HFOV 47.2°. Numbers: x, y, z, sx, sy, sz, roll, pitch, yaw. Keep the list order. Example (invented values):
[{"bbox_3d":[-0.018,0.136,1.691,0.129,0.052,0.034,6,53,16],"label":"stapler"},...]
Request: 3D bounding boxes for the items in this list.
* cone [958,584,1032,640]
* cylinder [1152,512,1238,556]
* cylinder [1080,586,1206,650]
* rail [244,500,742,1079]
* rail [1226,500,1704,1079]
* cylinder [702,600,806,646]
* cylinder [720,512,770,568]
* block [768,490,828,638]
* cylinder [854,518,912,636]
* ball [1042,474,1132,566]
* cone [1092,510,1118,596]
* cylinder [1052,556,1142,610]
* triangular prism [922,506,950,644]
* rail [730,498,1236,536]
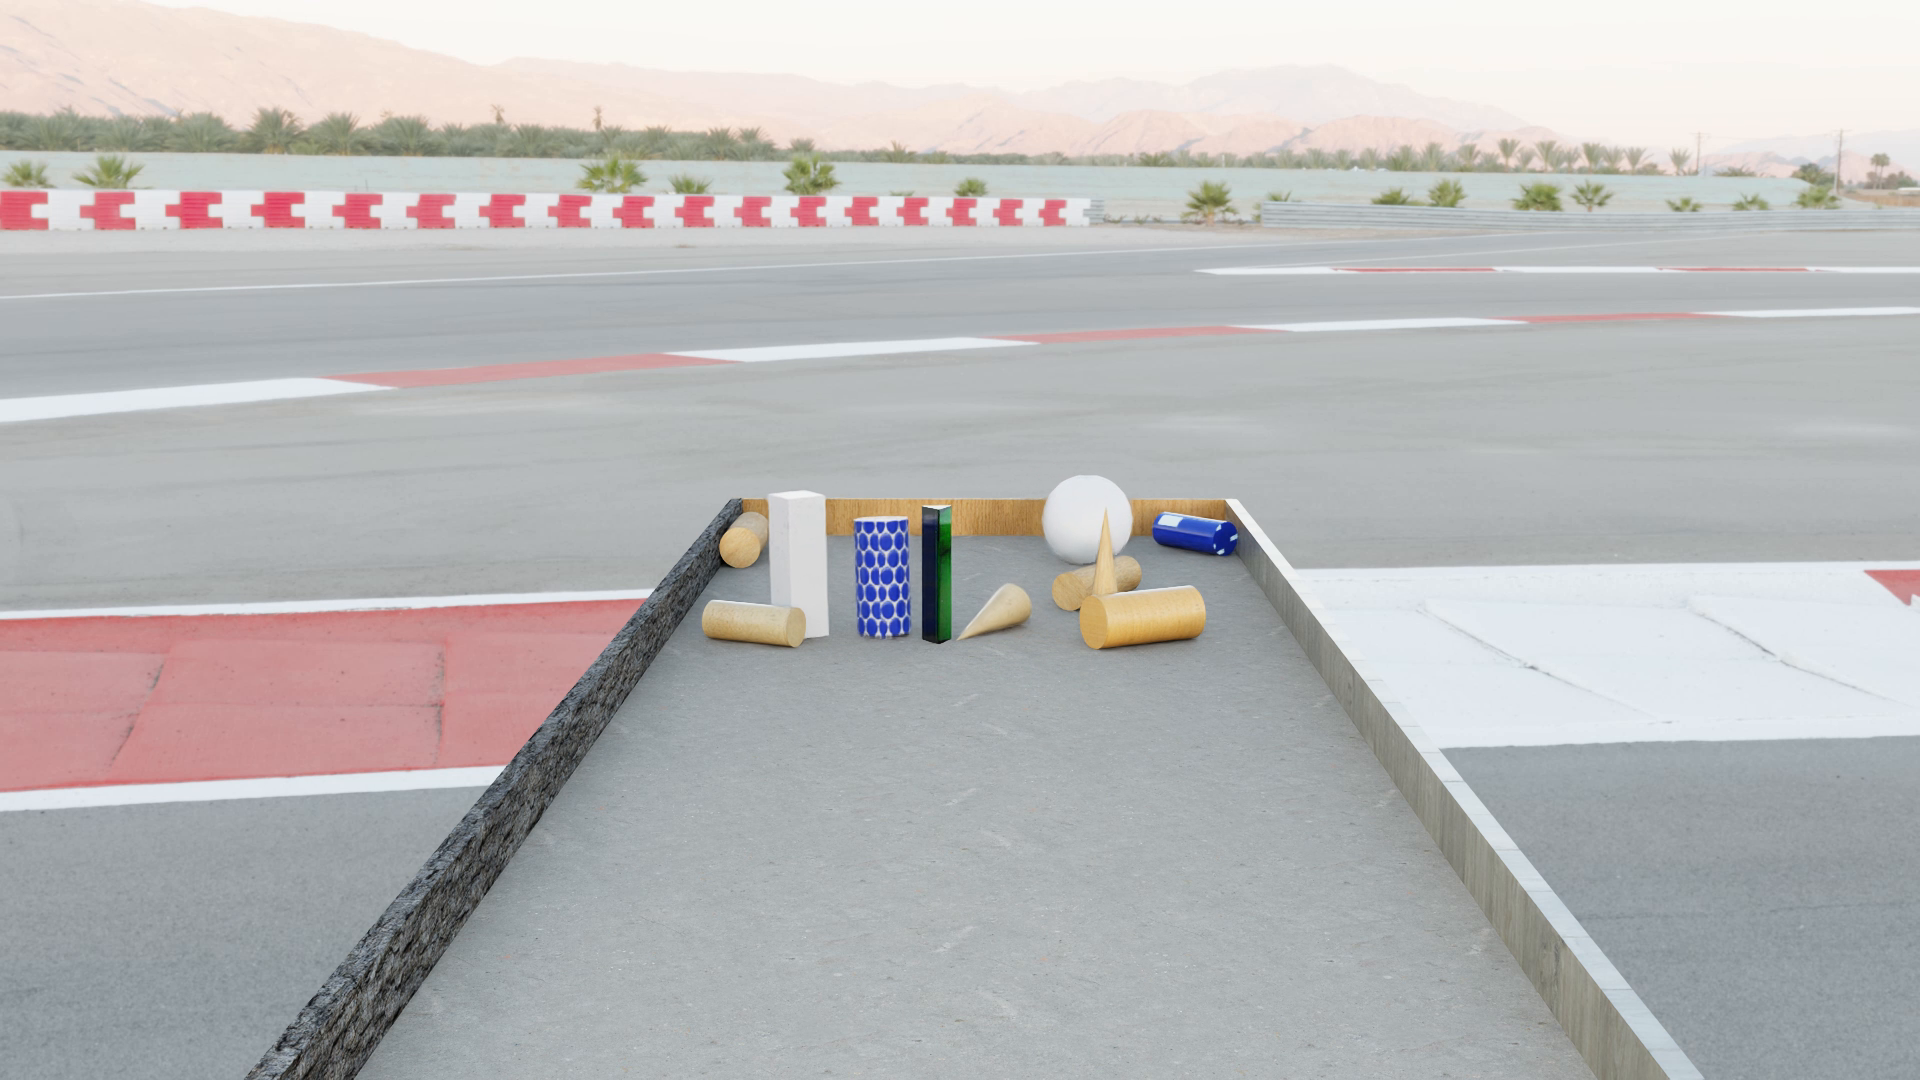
[{"bbox_3d":[0.083,0.265,7.113,0.144,0.144,0.325,7,24,36],"label":"cone"},{"bbox_3d":[0.932,-0.025,8.736,0.135,0.135,0.342,-7,11,-38],"label":"cylinder"},{"bbox_3d":[0.577,0.243,6.940,0.363,0.169,0.169,-5,10,-27],"label":"cylinder"},{"bbox_3d":[-1.004,0.839,3.234,0.050,0.150,12.000,0,9,1],"label":"rail"},{"bbox_3d":[1.046,0.843,3.208,0.050,0.150,12.000,0,9,1],"label":"rail"},{"bbox_3d":[-0.651,0.263,6.956,0.310,0.123,0.123,4,10,26],"label":"cylinder"},{"bbox_3d":[-0.831,-0.003,8.534,0.155,0.155,0.415,0,9,1],"label":"cylinder"},{"bbox_3d":[-0.518,0.080,7.043,0.134,0.455,0.134,-7,12,-33],"label":"block"},{"bbox_3d":[-0.248,0.115,7.078,0.176,0.365,0.176,-1,5,0],"label":"cylinder"},{"bbox_3d":[0.485,-0.077,8.392,0.346,0.346,0.346,0,9,0],"label":"ball"},{"bbox_3d":[0.463,0.097,7.013,0.126,0.433,0.126,0,9,0],"label":"cone"},{"bbox_3d":[0.480,0.148,7.660,0.131,0.131,0.425,5,10,31],"label":"cylinder"},{"bbox_3d":[-0.061,0.107,6.963,0.079,0.430,0.092,-6,11,-35],"label":"triangular prism"},{"bbox_3d":[0.099,-0.098,9.147,2.100,0.150,0.050,0,9,1],"label":"rail"}]
